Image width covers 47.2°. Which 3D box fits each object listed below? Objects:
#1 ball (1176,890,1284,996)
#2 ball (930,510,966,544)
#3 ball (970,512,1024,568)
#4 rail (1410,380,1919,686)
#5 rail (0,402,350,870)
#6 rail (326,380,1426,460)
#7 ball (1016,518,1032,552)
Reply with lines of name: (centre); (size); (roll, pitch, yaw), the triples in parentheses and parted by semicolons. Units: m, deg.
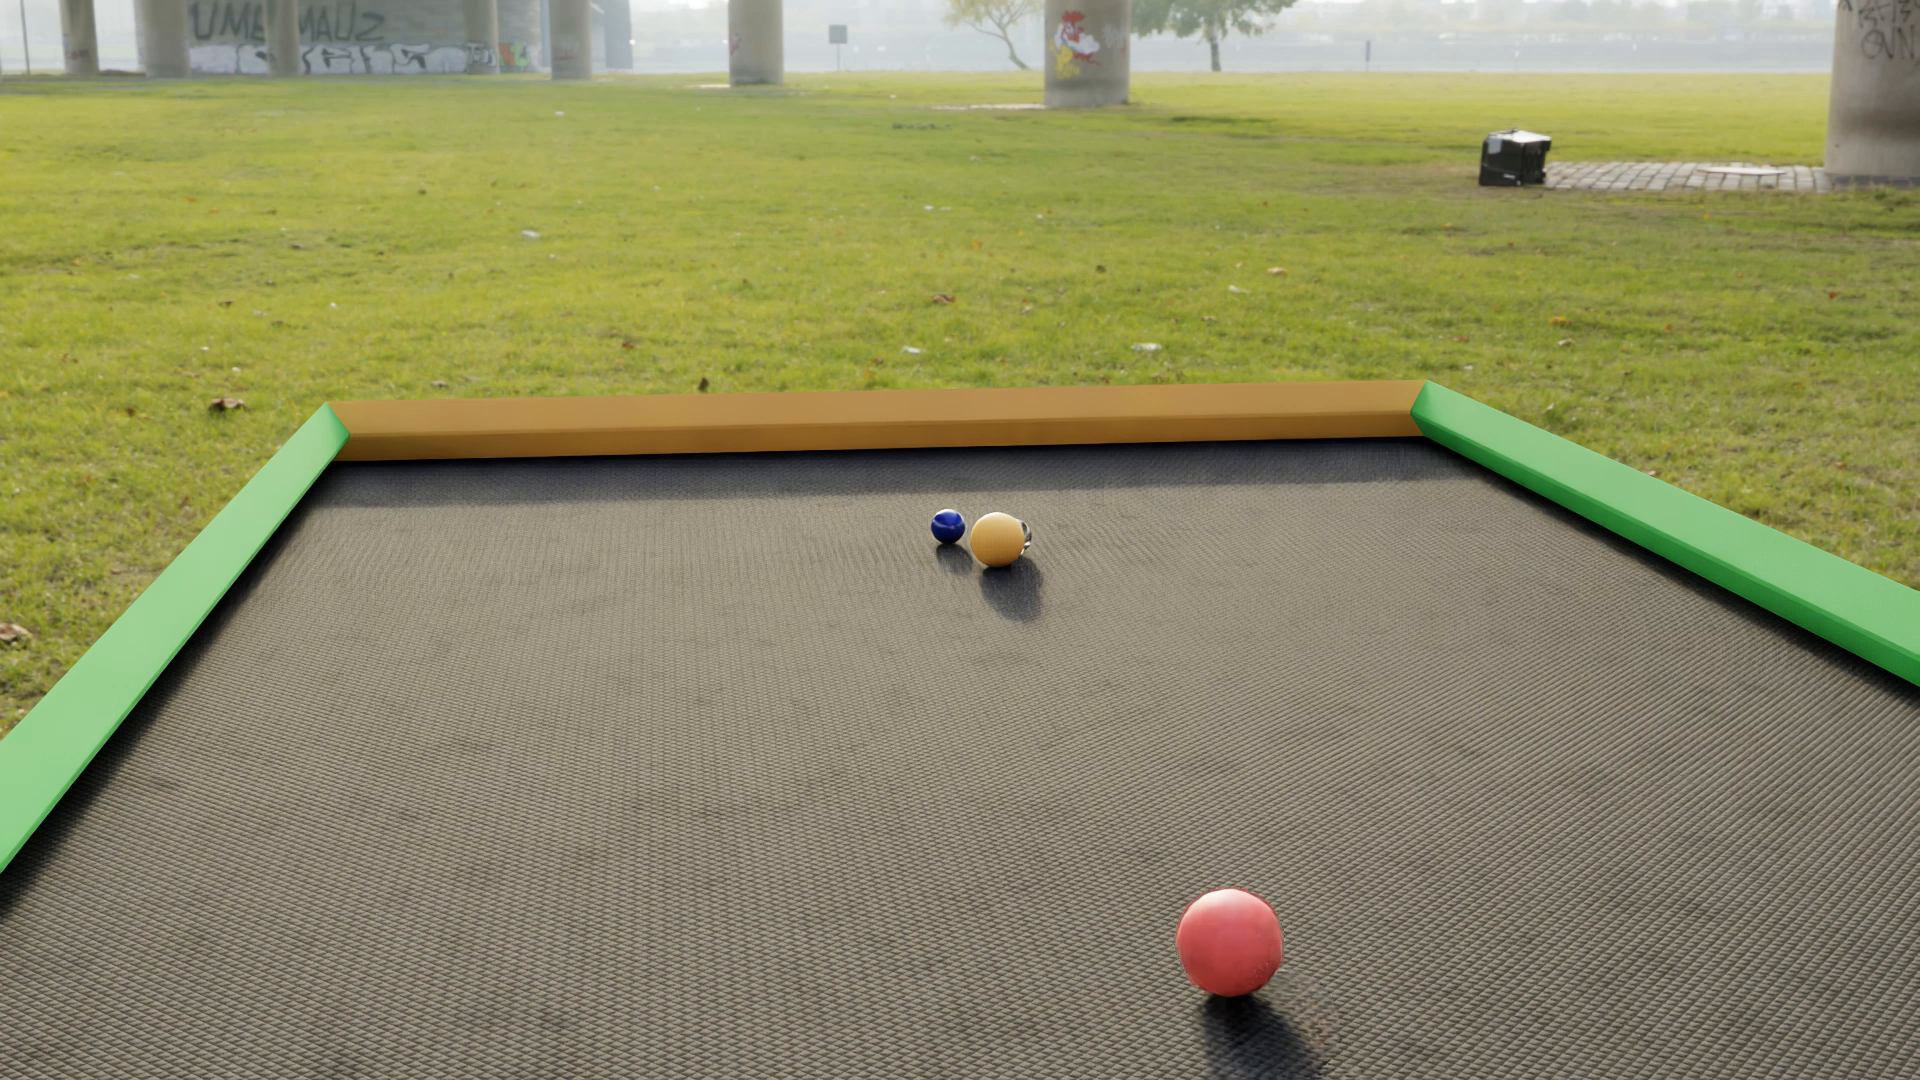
ball: (0.200, 0.298, 1.628); (0.078, 0.078, 0.078); (0, 13, 0)
ball: (-0.017, -0.019, 3.117); (0.049, 0.049, 0.049); (0, 13, 0)
ball: (0.051, 0.000, 2.974); (0.074, 0.074, 0.074); (0, 13, 0)
rail: (1.053, 0.141, 2.274); (0.045, 0.102, 3.529); (-2, 13, -7)
rail: (-0.821, 0.196, 2.031); (0.045, 0.102, 3.529); (-2, 13, -7)
rail: (-0.113, -0.207, 3.836); (1.938, 0.102, 0.045); (-2, 13, -7)
ball: (0.074, -0.004, 3.045); (0.052, 0.052, 0.052); (0, 13, 0)
